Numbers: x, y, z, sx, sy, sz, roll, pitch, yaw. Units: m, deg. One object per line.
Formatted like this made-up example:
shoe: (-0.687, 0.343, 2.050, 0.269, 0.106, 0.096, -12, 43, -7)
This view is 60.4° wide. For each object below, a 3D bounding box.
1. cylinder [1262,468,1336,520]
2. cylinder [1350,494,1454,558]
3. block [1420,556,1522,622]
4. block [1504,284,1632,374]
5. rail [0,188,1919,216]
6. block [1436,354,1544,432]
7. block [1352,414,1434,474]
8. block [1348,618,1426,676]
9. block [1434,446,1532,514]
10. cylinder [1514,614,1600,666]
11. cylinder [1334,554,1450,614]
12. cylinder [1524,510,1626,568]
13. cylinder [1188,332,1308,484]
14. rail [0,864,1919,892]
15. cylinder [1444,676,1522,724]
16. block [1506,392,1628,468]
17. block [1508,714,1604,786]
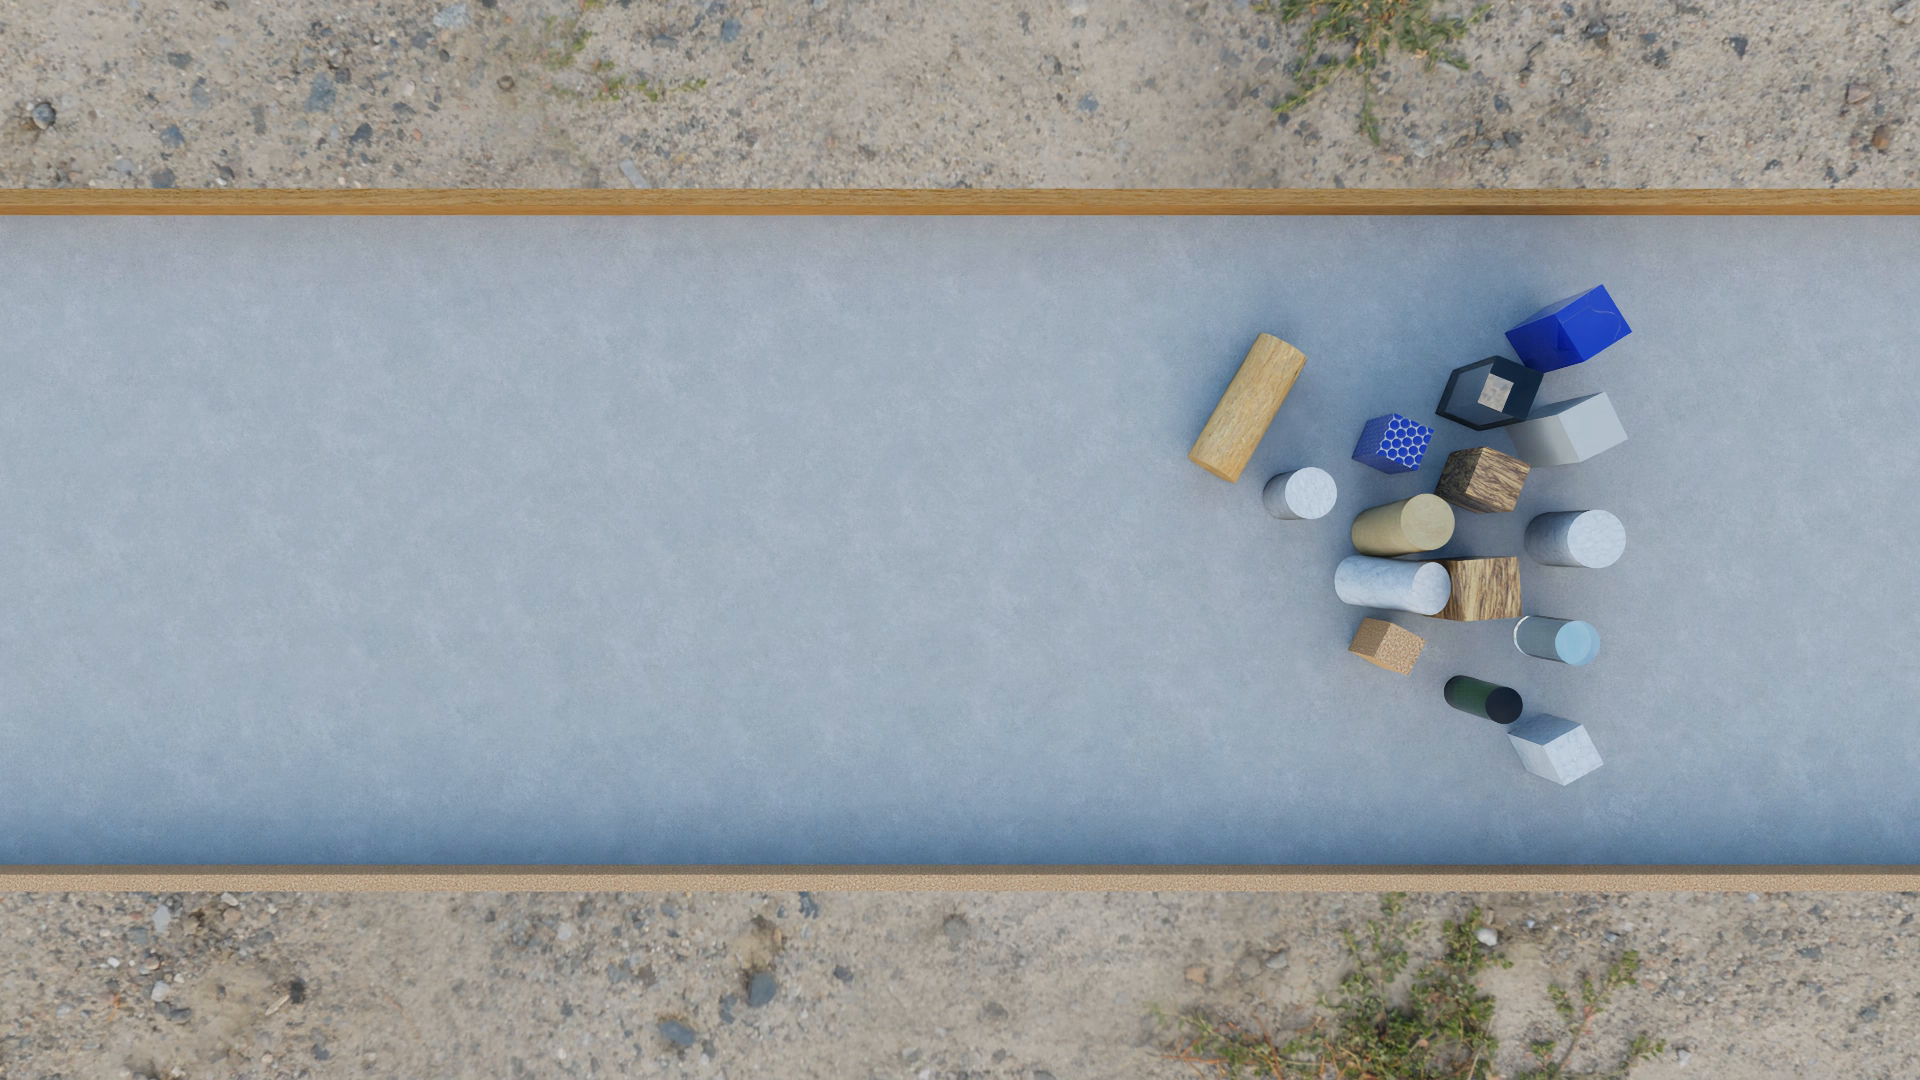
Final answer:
cylinder: (1.001, -0.134, 4.880, 0.147, 0.391, 0.147, 0, 90, 1)
cylinder: (1.303, -0.036, 4.873, 0.161, 0.386, 0.161, 1, 85, -7)
block: (1.510, 0.141, 4.894, 0.173, 0.359, 0.173, -4, 90, -2)
block: (1.785, -0.612, 4.861, 0.159, 0.430, 0.159, -32, 90, 0)
rail: (-2.247, -1.025, 5.002, 12.000, 0.150, 0.050, 0, 90, 0)
block: (1.556, -0.429, 4.867, 0.145, 0.419, 0.145, 22, 90, 0)
block: (1.287, -0.284, 4.921, 0.127, 0.312, 0.127, 23, 90, 0)
block: (1.270, 0.314, 4.917, 0.113, 0.318, 0.113, 27, 90, 0)
block: (1.549, -0.176, 4.910, 0.146, 0.332, 0.146, 22, 90, 0)
cylinder: (1.768, 0.295, 4.898, 0.129, 0.356, 0.129, 0, 90, 0)
cylinder: (1.281, 0.131, 4.897, 0.153, 0.325, 0.153, -2, 94, -29)
cylinder: (1.821, -0.003, 4.897, 0.168, 0.360, 0.168, 0, 90, 0)
cylinder: (0.870, -0.399, 4.994, 0.166, 0.166, 0.430, 30, 90, 0)
rail: (-2.247, 1.025, 5.001, 12.000, 0.150, 0.050, 0, 90, 0)
cylinder: (1.542, 0.469, 4.875, 0.106, 0.404, 0.106, 0, 90, 0)
block: (1.775, -0.318, 4.851, 0.148, 0.450, 0.148, -26, 90, 0)
block: (1.771, 0.621, 4.920, 0.131, 0.314, 0.131, -29, 90, 0)
